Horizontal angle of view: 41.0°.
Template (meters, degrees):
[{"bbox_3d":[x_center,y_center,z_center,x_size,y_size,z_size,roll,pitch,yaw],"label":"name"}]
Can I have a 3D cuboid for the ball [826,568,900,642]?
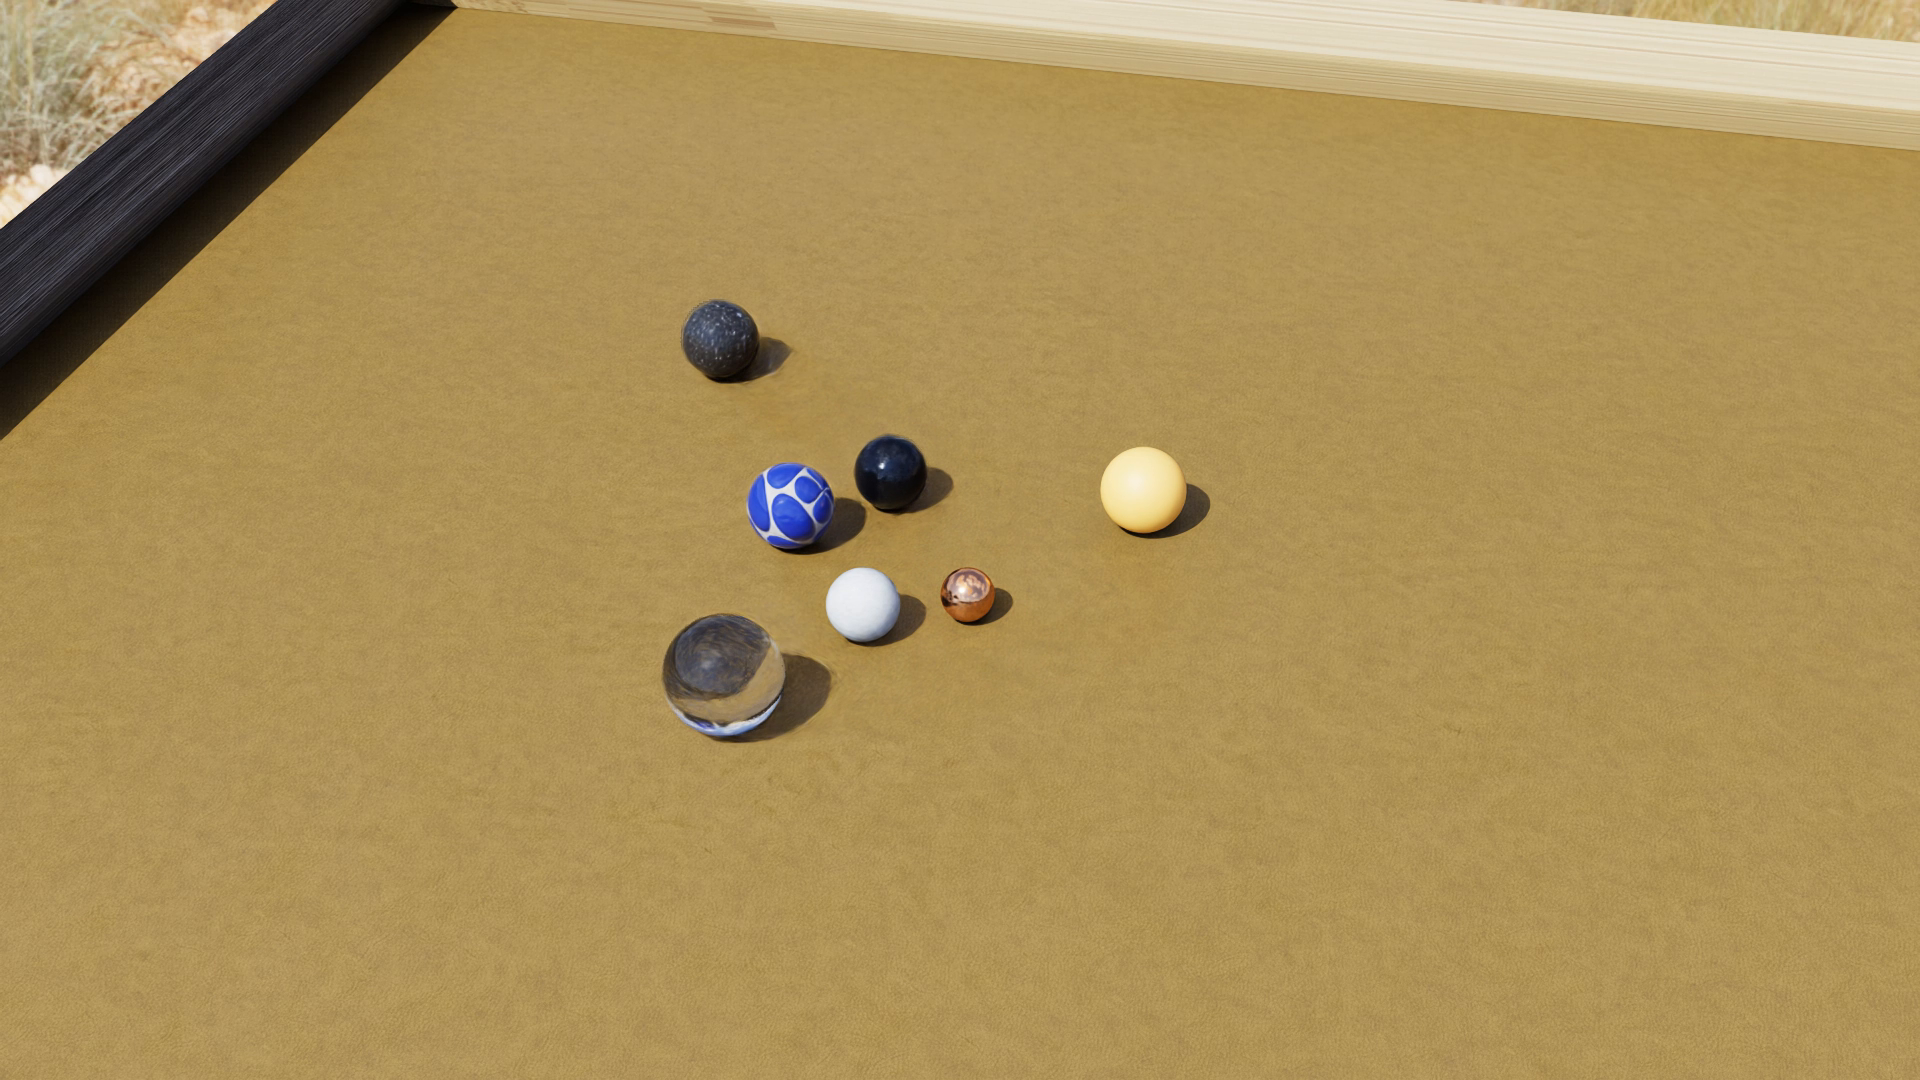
[{"bbox_3d":[-0.073,0.049,1.939,0.057,0.057,0.057,0,34,0],"label":"ball"}]

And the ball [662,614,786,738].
[{"bbox_3d":[-0.170,0.097,1.839,0.089,0.089,0.089,0,34,0],"label":"ball"}]

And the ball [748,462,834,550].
[{"bbox_3d":[-0.134,-0.027,2.040,0.069,0.069,0.069,0,34,0],"label":"ball"}]

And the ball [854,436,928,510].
[{"bbox_3d":[-0.057,-0.055,2.089,0.060,0.060,0.060,0,34,0],"label":"ball"}]

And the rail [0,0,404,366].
[{"bbox_3d":[-0.862,-0.139,2.164,0.045,0.115,1.978,8,35,11],"label":"rail"}]

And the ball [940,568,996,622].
[{"bbox_3d":[0.006,0.042,1.962,0.042,0.042,0.042,0,34,0],"label":"ball"}]

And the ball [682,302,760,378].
[{"bbox_3d":[-0.211,-0.177,2.264,0.068,0.068,0.068,0,34,0],"label":"ball"}]

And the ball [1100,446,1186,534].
[{"bbox_3d":[0.147,-0.040,2.059,0.069,0.069,0.069,0,34,0],"label":"ball"}]

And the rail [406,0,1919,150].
[{"bbox_3d":[1.114,-0.424,2.587,3.643,0.115,0.045,8,35,11],"label":"rail"}]
